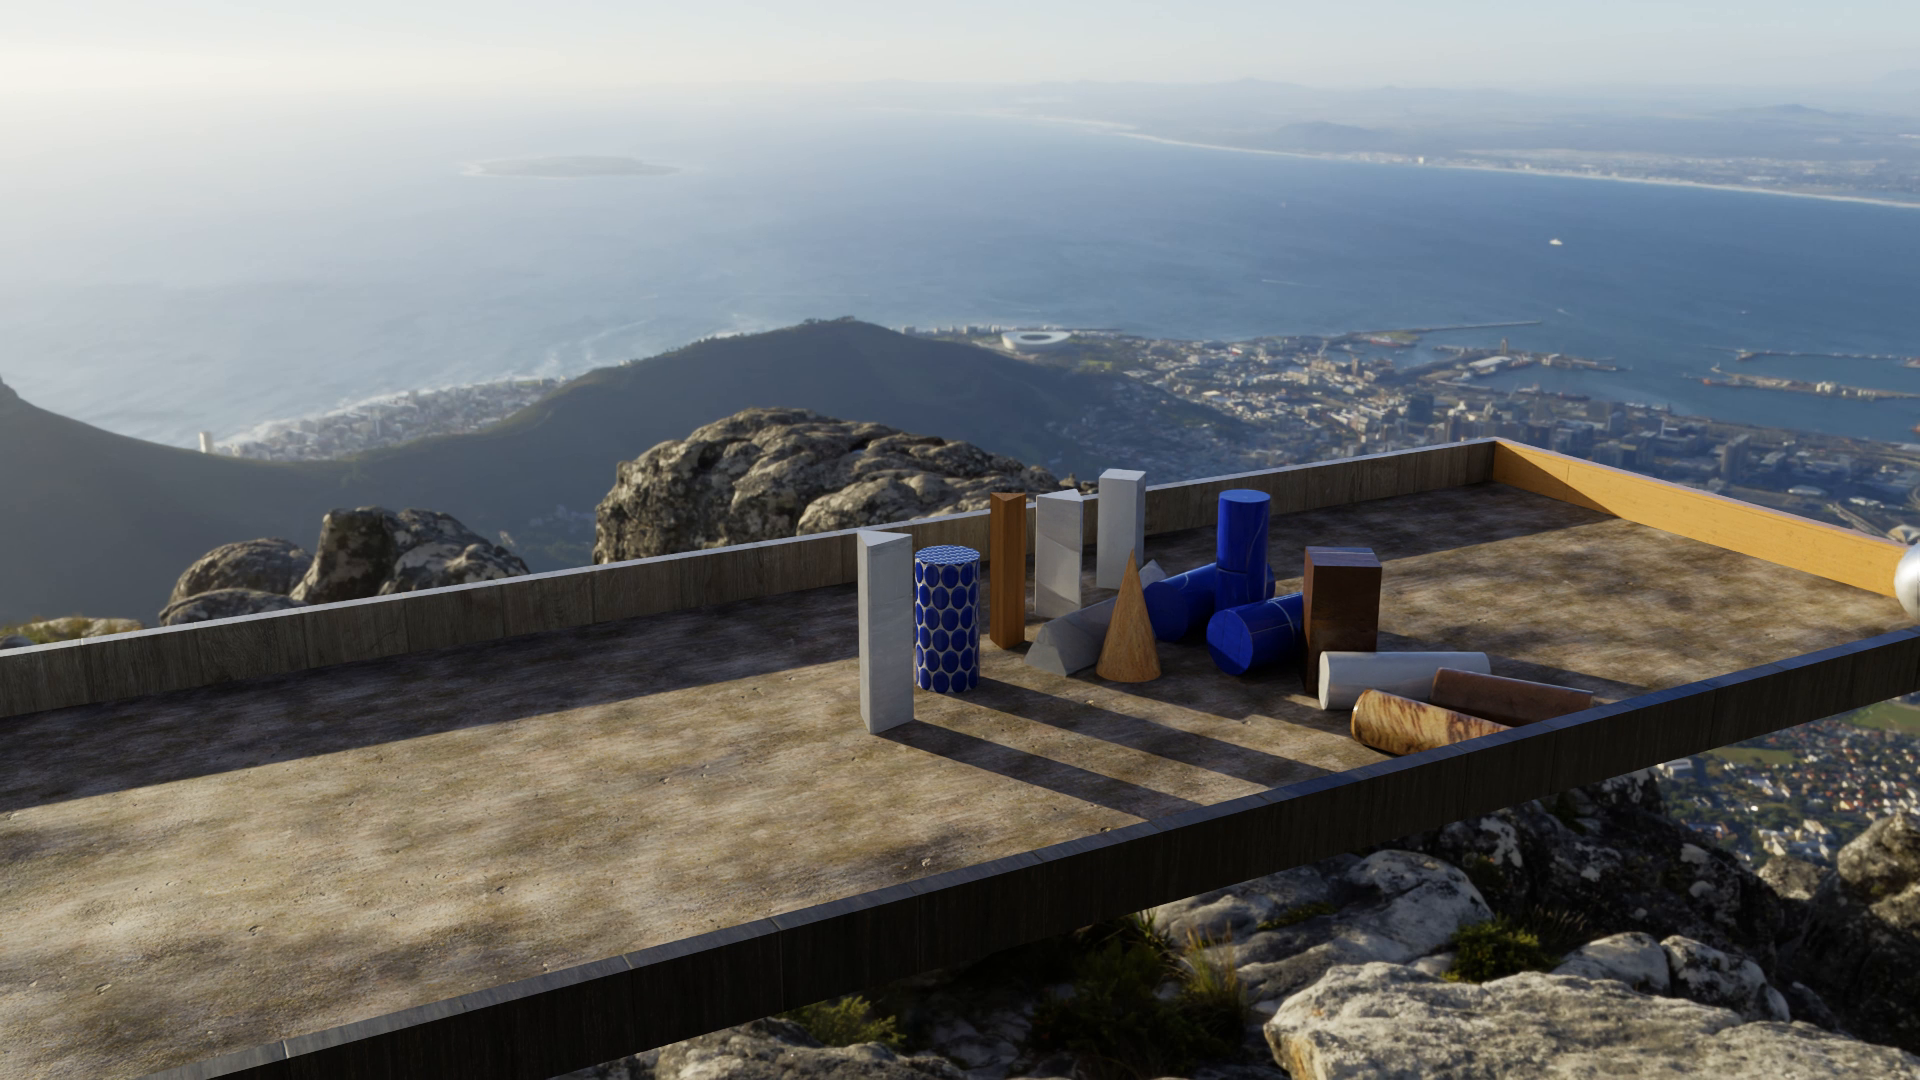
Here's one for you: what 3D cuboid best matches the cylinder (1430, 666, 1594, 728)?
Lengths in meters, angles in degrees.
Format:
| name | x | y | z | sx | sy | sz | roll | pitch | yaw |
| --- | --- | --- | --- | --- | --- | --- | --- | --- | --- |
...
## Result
| name | x | y | z | sx | sy | sz | roll | pitch | yaw |
| --- | --- | --- | --- | --- | --- | --- | --- | --- | --- |
| cylinder | 1.249 | 0.393 | 3.739 | 0.335 | 0.158 | 0.158 | 8 | 18 | 26 |

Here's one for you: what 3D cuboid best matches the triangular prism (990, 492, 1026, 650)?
| name | x | y | z | sx | sy | sz | roll | pitch | yaw |
| --- | --- | --- | --- | --- | --- | --- | --- | --- | --- |
| triangular prism | 0.113 | 0.078 | 4.368 | 0.080 | 0.407 | 0.093 | 12 | 20 | 36 |

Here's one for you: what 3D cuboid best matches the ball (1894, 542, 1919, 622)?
| name | x | y | z | sx | sy | sz | roll | pitch | yaw |
| --- | --- | --- | --- | --- | --- | --- | --- | --- | --- |
| ball | 2.700 | 0.114 | 4.506 | 0.259 | 0.259 | 0.259 | 0 | 16 | 0 |

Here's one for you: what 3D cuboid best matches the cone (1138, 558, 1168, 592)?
| name | x | y | z | sx | sy | sz | roll | pitch | yaw |
| --- | --- | --- | --- | --- | --- | --- | --- | --- | --- |
| cone | 0.576 | 0.094 | 4.940 | 0.109 | 0.109 | 0.456 | 2 | 10 | 7 |

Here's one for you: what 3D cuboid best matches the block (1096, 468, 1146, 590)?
| name | x | y | z | sx | sy | sz | roll | pitch | yaw |
| --- | --- | --- | --- | --- | --- | --- | --- | --- | --- |
| block | 0.475 | -0.031 | 4.865 | 0.114 | 0.335 | 0.114 | 6 | 17 | 19 |

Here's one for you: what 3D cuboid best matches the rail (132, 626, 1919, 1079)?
| name | x | y | z | sx | sy | sz | roll | pitch | yaw |
| --- | --- | --- | --- | --- | --- | --- | --- | --- | --- |
| rail | -2.336 | 1.006 | 1.665 | 12.000 | 0.150 | 0.050 | -9 | 18 | -27 |

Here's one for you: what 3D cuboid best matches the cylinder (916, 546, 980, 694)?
| name | x | y | z | sx | sy | sz | roll | pitch | yaw |
| --- | --- | --- | --- | --- | --- | --- | --- | --- | --- |
| cylinder | -0.031 | 0.196 | 4.098 | 0.160 | 0.333 | 0.160 | 0 | 16 | 0 |

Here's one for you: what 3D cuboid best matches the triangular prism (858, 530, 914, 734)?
| name | x | y | z | sx | sy | sz | roll | pitch | yaw |
| --- | --- | --- | --- | --- | --- | --- | --- | --- | --- |
| triangular prism | -0.196 | 0.208 | 3.841 | 0.132 | 0.455 | 0.114 | -15 | 22 | -41 |

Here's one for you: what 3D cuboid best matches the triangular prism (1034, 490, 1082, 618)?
| name | x | y | z | sx | sy | sz | roll | pitch | yaw |
| --- | --- | --- | --- | --- | --- | --- | --- | --- | --- |
| triangular prism | 0.297 | 0.038 | 4.611 | 0.136 | 0.346 | 0.118 | 8 | 18 | 25 |

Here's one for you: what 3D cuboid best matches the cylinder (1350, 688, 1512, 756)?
| name | x | y | z | sx | sy | sz | roll | pitch | yaw |
| --- | --- | --- | --- | --- | --- | --- | --- | --- | --- |
| cylinder | 1.056 | 0.434 | 3.650 | 0.357 | 0.128 | 0.128 | 15 | 22 | 40 |

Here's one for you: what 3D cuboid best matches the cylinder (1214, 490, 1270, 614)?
| name | x | y | z | sx | sy | sz | roll | pitch | yaw |
| --- | --- | --- | --- | --- | --- | --- | --- | --- | --- |
| cylinder | 0.742 | 0.081 | 4.353 | 0.133 | 0.409 | 0.133 | 0 | 17 | 0 |

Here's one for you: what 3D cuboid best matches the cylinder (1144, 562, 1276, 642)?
| name | x | y | z | sx | sy | sz | roll | pitch | yaw |
| --- | --- | --- | --- | --- | --- | --- | --- | --- | --- |
| cylinder | 0.684 | 0.154 | 4.535 | 0.390 | 0.167 | 0.167 | -15 | 22 | -42 |

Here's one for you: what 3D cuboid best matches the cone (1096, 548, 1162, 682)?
| name | x | y | z | sx | sy | sz | roll | pitch | yaw |
| --- | --- | --- | --- | --- | --- | --- | --- | --- | --- |
| cone | 0.431 | 0.176 | 4.171 | 0.169 | 0.330 | 0.169 | 0 | 16 | 0 |

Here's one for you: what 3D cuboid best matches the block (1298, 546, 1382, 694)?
| name | x | y | z | sx | sy | sz | roll | pitch | yaw |
| --- | --- | --- | --- | --- | --- | --- | --- | --- | --- |
| block | 0.939 | 0.199 | 4.090 | 0.162 | 0.331 | 0.162 | 1 | 16 | 4 |

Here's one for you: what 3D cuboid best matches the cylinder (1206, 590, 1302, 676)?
| name | x | y | z | sx | sy | sz | roll | pitch | yaw |
| --- | --- | --- | --- | --- | --- | --- | --- | --- | --- |
| cylinder | 0.841 | 0.229 | 4.278 | 0.388 | 0.168 | 0.168 | -11 | 20 | -33 |

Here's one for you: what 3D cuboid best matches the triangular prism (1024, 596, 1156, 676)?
| name | x | y | z | sx | sy | sz | roll | pitch | yaw |
| --- | --- | --- | --- | --- | --- | --- | --- | --- | --- |
| triangular prism | 0.346 | 0.232 | 4.333 | 0.144 | 0.125 | 0.381 | 14 | 22 | 41 |

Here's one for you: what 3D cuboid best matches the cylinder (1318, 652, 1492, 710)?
| name | x | y | z | sx | sy | sz | roll | pitch | yaw |
| --- | --- | --- | --- | --- | --- | --- | --- | --- | --- |
| cylinder | 1.064 | 0.338 | 3.960 | 0.380 | 0.140 | 0.140 | 0 | 16 | 1 |

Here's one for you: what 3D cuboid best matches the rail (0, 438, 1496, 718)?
| name | x | y | z | sx | sy | sz | roll | pitch | yaw |
| --- | --- | --- | --- | --- | --- | --- | --- | --- | --- |
| rail | -3.305 | 0.497 | 3.399 | 12.000 | 0.150 | 0.050 | -9 | 18 | -27 |

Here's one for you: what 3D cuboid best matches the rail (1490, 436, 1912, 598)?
| name | x | y | z | sx | sy | sz | roll | pitch | yaw |
| --- | --- | --- | --- | --- | --- | --- | --- | --- | --- |
| rail | 2.466 | -0.048 | 5.253 | 0.050 | 0.150 | 2.100 | -9 | 18 | -27 |
